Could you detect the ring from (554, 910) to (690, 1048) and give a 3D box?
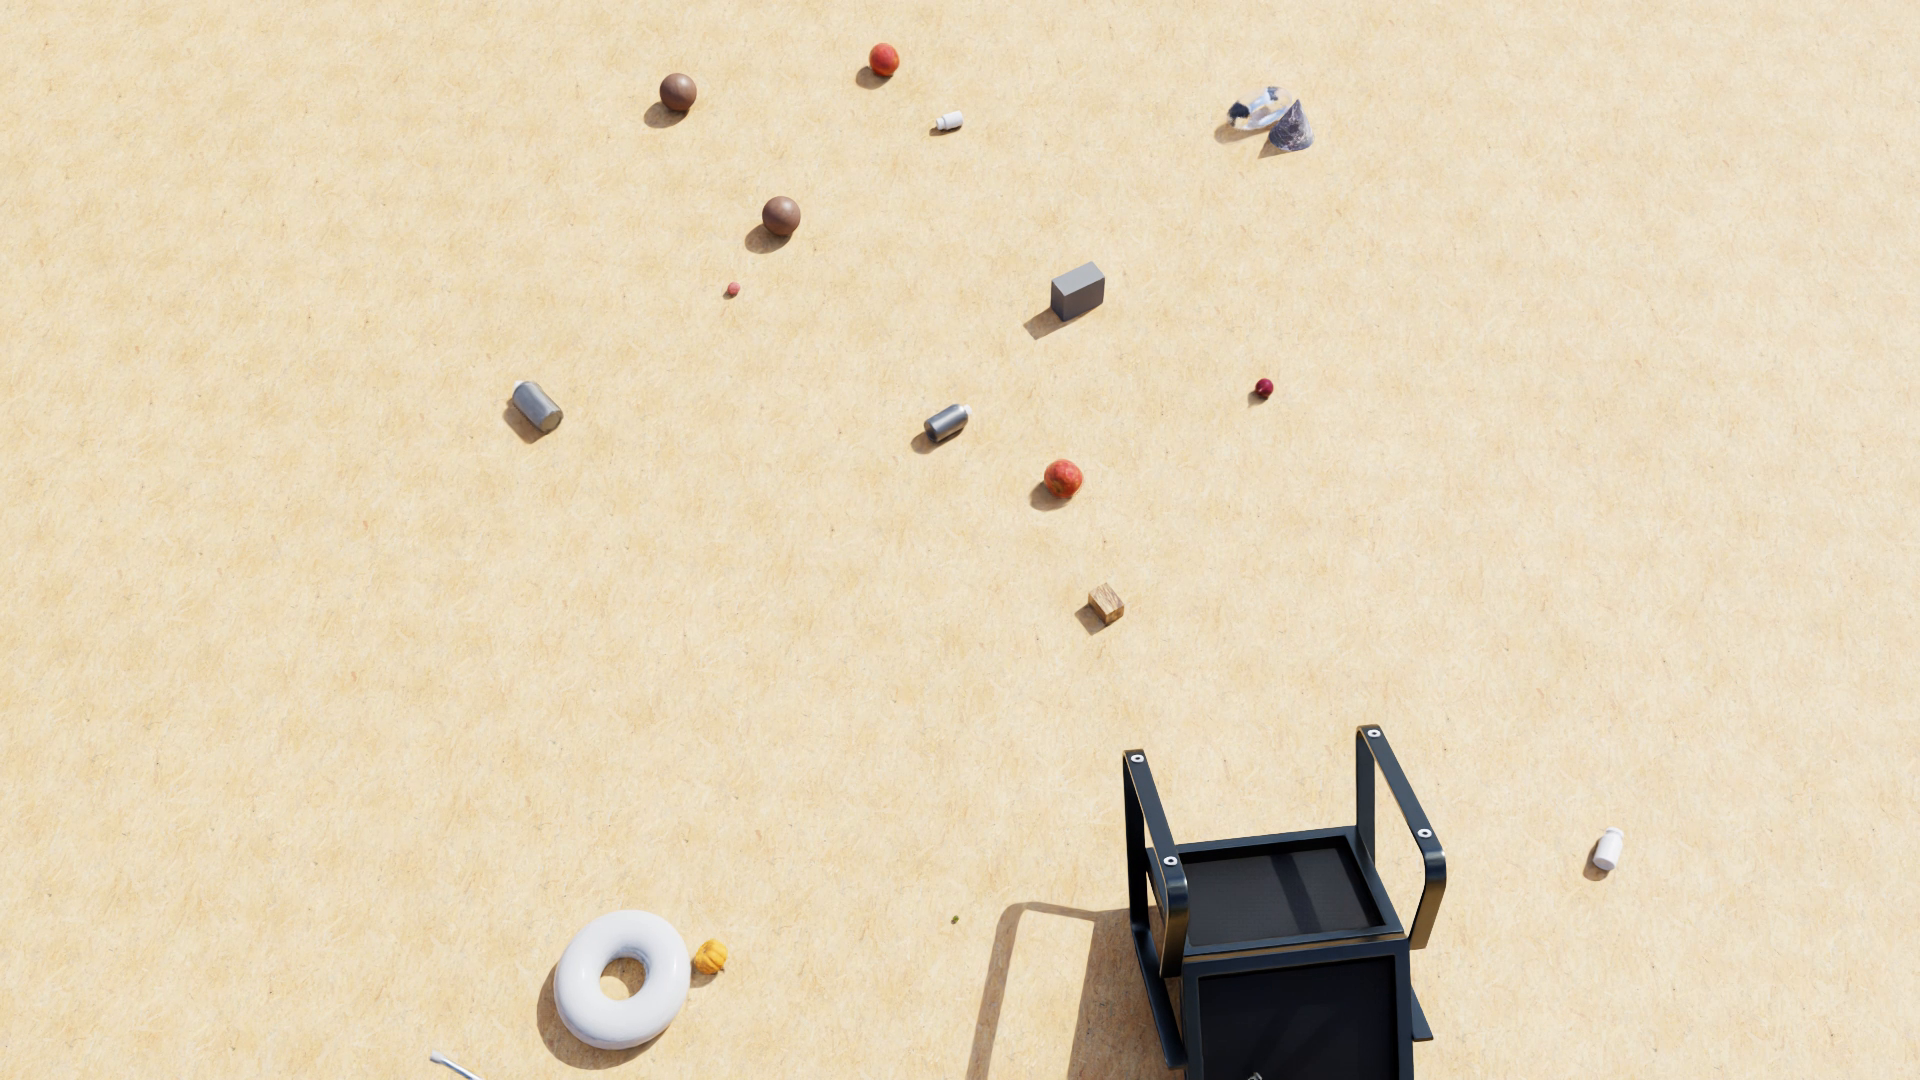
[{"bbox_3d":[-0.882,1.145,5.742,0.353,0.106,0.387,15,57,8],"label":"ring"}]

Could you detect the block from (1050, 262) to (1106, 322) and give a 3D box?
[{"bbox_3d":[0.376,-0.794,7.027,0.154,0.131,0.078,-27,60,-17],"label":"block"}]

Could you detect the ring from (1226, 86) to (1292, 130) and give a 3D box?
[{"bbox_3d":[1.019,-1.471,7.490,0.240,0.123,0.085,-23,44,-8],"label":"ring"}]

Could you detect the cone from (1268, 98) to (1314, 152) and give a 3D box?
[{"bbox_3d":[1.131,-1.426,7.420,0.157,0.185,0.133,1,56,1],"label":"cone"}]

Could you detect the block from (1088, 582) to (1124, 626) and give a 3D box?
[{"bbox_3d":[0.426,0.186,6.411,0.064,0.063,0.092,-28,60,-17],"label":"block"}]
